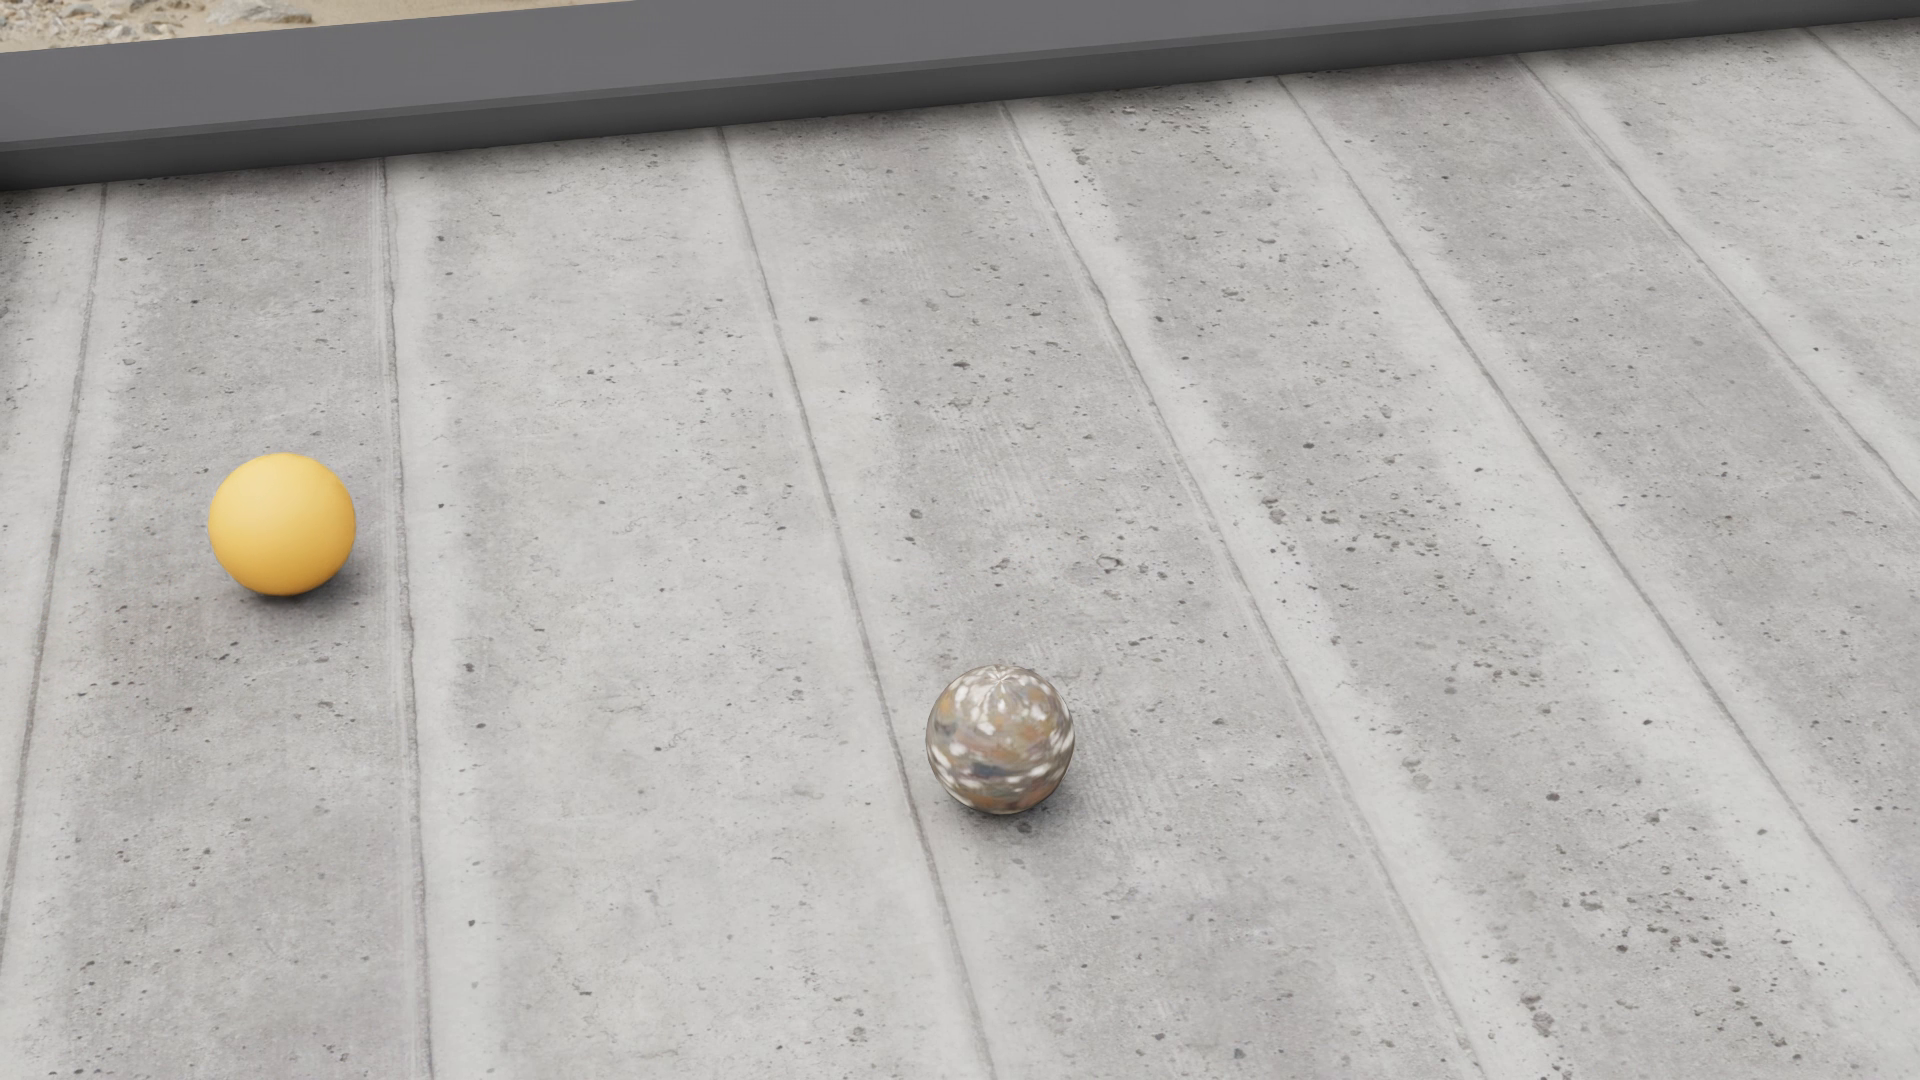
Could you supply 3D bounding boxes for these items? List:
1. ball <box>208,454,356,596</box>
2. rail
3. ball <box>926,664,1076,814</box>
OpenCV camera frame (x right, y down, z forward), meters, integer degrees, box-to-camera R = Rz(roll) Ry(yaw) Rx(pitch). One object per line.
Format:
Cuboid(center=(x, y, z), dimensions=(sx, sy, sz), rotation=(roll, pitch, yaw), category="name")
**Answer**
Cuboid(center=(-0.430, -0.010, 1.628), dimensions=(0.091, 0.091, 0.091), rotation=(0, 36, 0), category="ball")
Cuboid(center=(0.548, -0.480, 2.261), dimensions=(2.796, 0.118, 0.045), rotation=(-7, 36, -9), category="rail")
Cuboid(center=(0.023, 0.113, 1.460), dimensions=(0.086, 0.086, 0.086), rotation=(0, 36, 0), category="ball")
